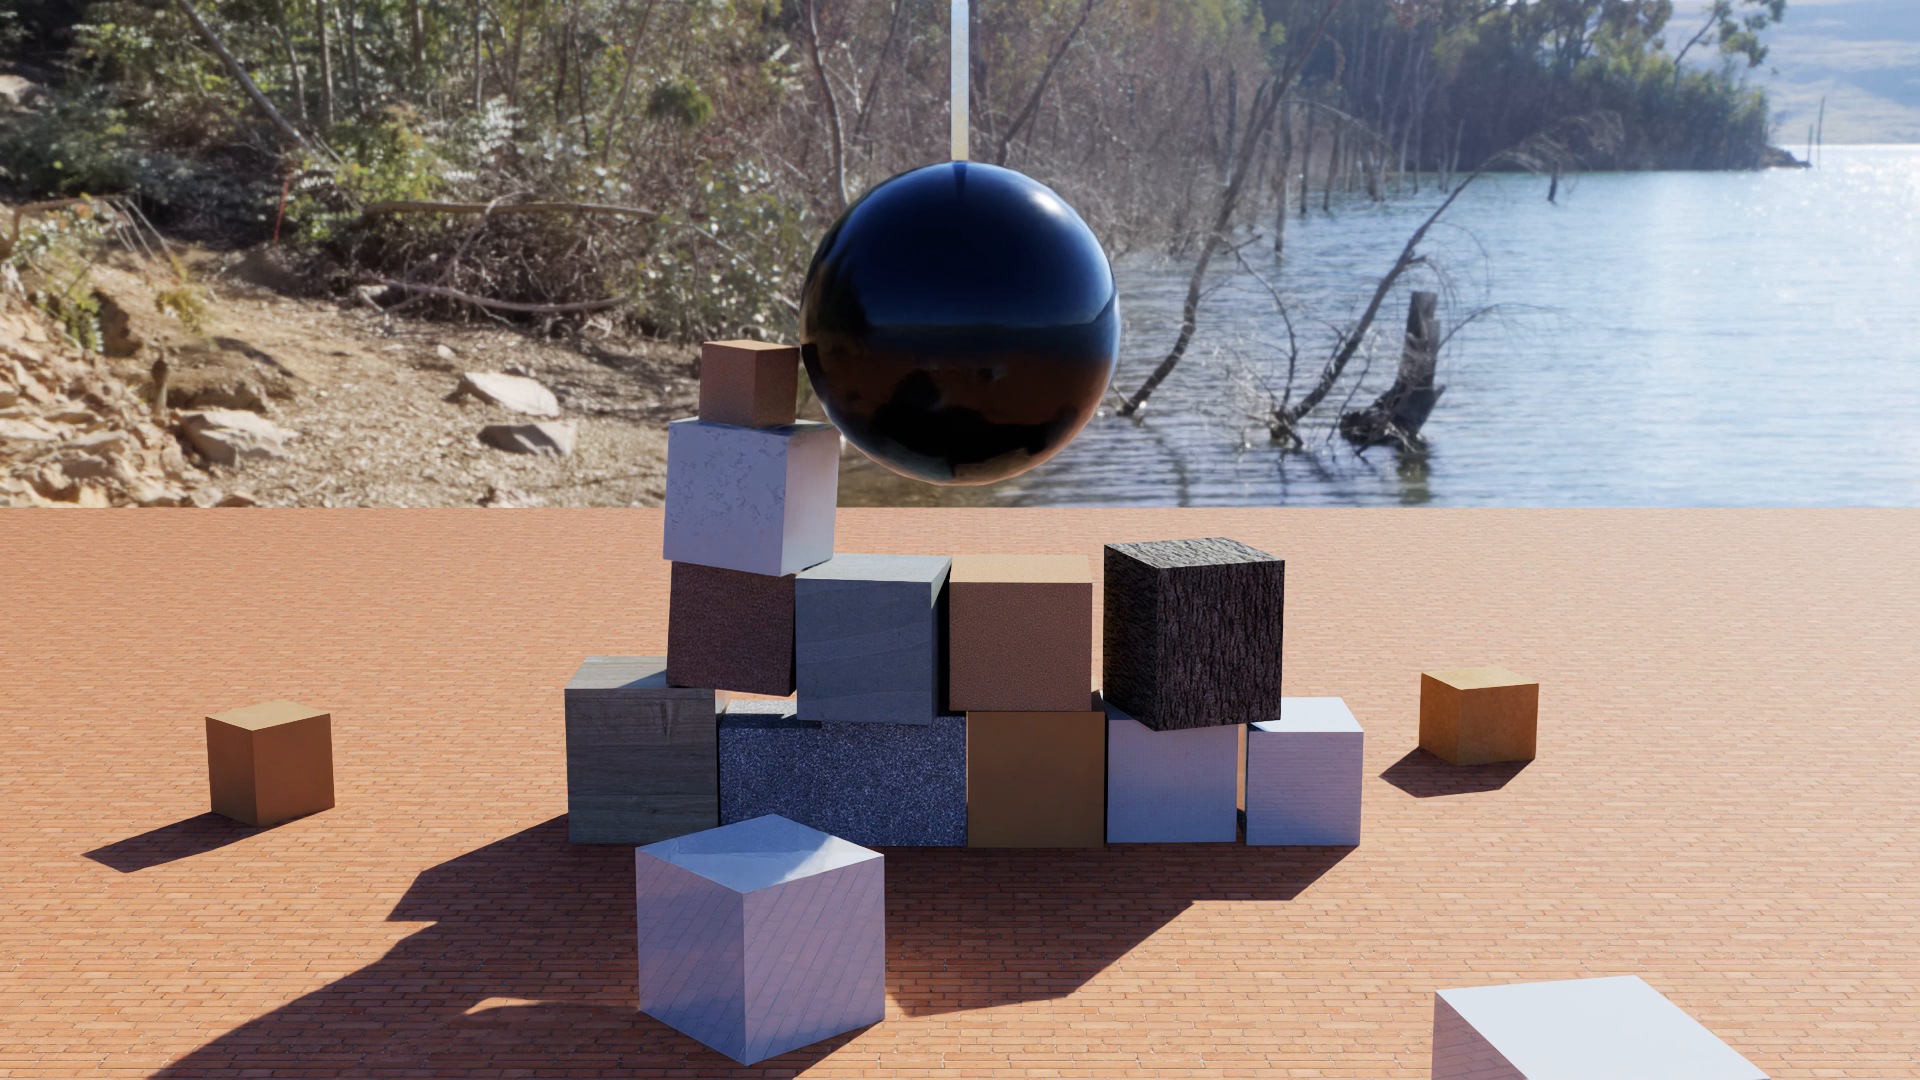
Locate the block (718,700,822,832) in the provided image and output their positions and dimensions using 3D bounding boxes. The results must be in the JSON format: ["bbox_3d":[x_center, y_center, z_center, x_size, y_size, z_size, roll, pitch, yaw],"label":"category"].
[{"bbox_3d":[-0.955,1.188,11.385,0.514,0.590,0.564,0,10,0],"label":"block"}]

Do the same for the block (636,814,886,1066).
[{"bbox_3d":[-0.806,1.590,8.885,0.694,0.692,0.736,-9,14,-41],"label":"block"}]

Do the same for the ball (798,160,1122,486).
[{"bbox_3d":[0.000,-1.066,10.884,1.600,1.600,1.600,0,10,0],"label":"ball"}]

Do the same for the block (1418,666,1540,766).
[{"bbox_3d":[3.001,1.014,12.741,0.510,0.447,0.440,-3,11,-18],"label":"block"}]

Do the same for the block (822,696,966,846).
[{"bbox_3d":[-0.329,1.147,11.380,0.726,0.671,0.722,0,10,0],"label":"block"}]

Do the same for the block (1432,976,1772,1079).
[{"bbox_3d":[2.014,1.913,7.043,0.722,0.715,0.847,-2,10,-11],"label":"block"}]

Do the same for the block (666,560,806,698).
[{"bbox_3d":[-1.090,0.387,11.223,0.630,0.626,0.666,6,10,7],"label":"block"}]

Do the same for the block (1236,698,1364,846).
[{"bbox_3d":[1.733,1.188,11.381,0.572,0.591,0.684,0,10,0],"label":"block"}]

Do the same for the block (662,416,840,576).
[{"bbox_3d":[-1.039,-0.244,11.033,0.649,0.689,0.617,8,11,20],"label":"block"}]

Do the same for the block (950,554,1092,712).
[{"bbox_3d":[0.308,0.464,11.252,0.705,0.653,0.734,0,10,1],"label":"block"}]

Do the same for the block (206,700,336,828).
[{"bbox_3d":[-3.652,1.176,11.648,0.445,0.518,0.464,9,13,40],"label":"block"}]

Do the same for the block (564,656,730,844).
[{"bbox_3d":[-1.599,1.076,11.392,0.754,0.807,0.697,0,10,0],"label":"block"}]

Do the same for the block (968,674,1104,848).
[{"bbox_3d":[0.380,1.132,11.371,0.682,0.704,0.764,0,10,0],"label":"block"}]

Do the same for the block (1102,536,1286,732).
[{"bbox_3d":[1.173,0.462,11.155,0.685,0.817,0.684,-3,11,-18],"label":"block"}]

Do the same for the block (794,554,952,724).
[{"bbox_3d":[-0.425,0.488,11.128,0.677,0.716,0.680,1,10,8],"label":"block"}]

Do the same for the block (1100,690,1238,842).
[{"bbox_3d":[1.064,1.163,11.379,0.653,0.641,0.601,0,10,-1],"label":"block"}]

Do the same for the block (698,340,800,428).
[{"bbox_3d":[-1.053,-0.782,10.973,0.340,0.385,0.349,11,12,31],"label":"block"}]

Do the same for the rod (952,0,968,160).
[{"bbox_3d":[0.000,-4.421,10.332,0.080,5.200,0.080,0,9,0],"label":"rod"}]
